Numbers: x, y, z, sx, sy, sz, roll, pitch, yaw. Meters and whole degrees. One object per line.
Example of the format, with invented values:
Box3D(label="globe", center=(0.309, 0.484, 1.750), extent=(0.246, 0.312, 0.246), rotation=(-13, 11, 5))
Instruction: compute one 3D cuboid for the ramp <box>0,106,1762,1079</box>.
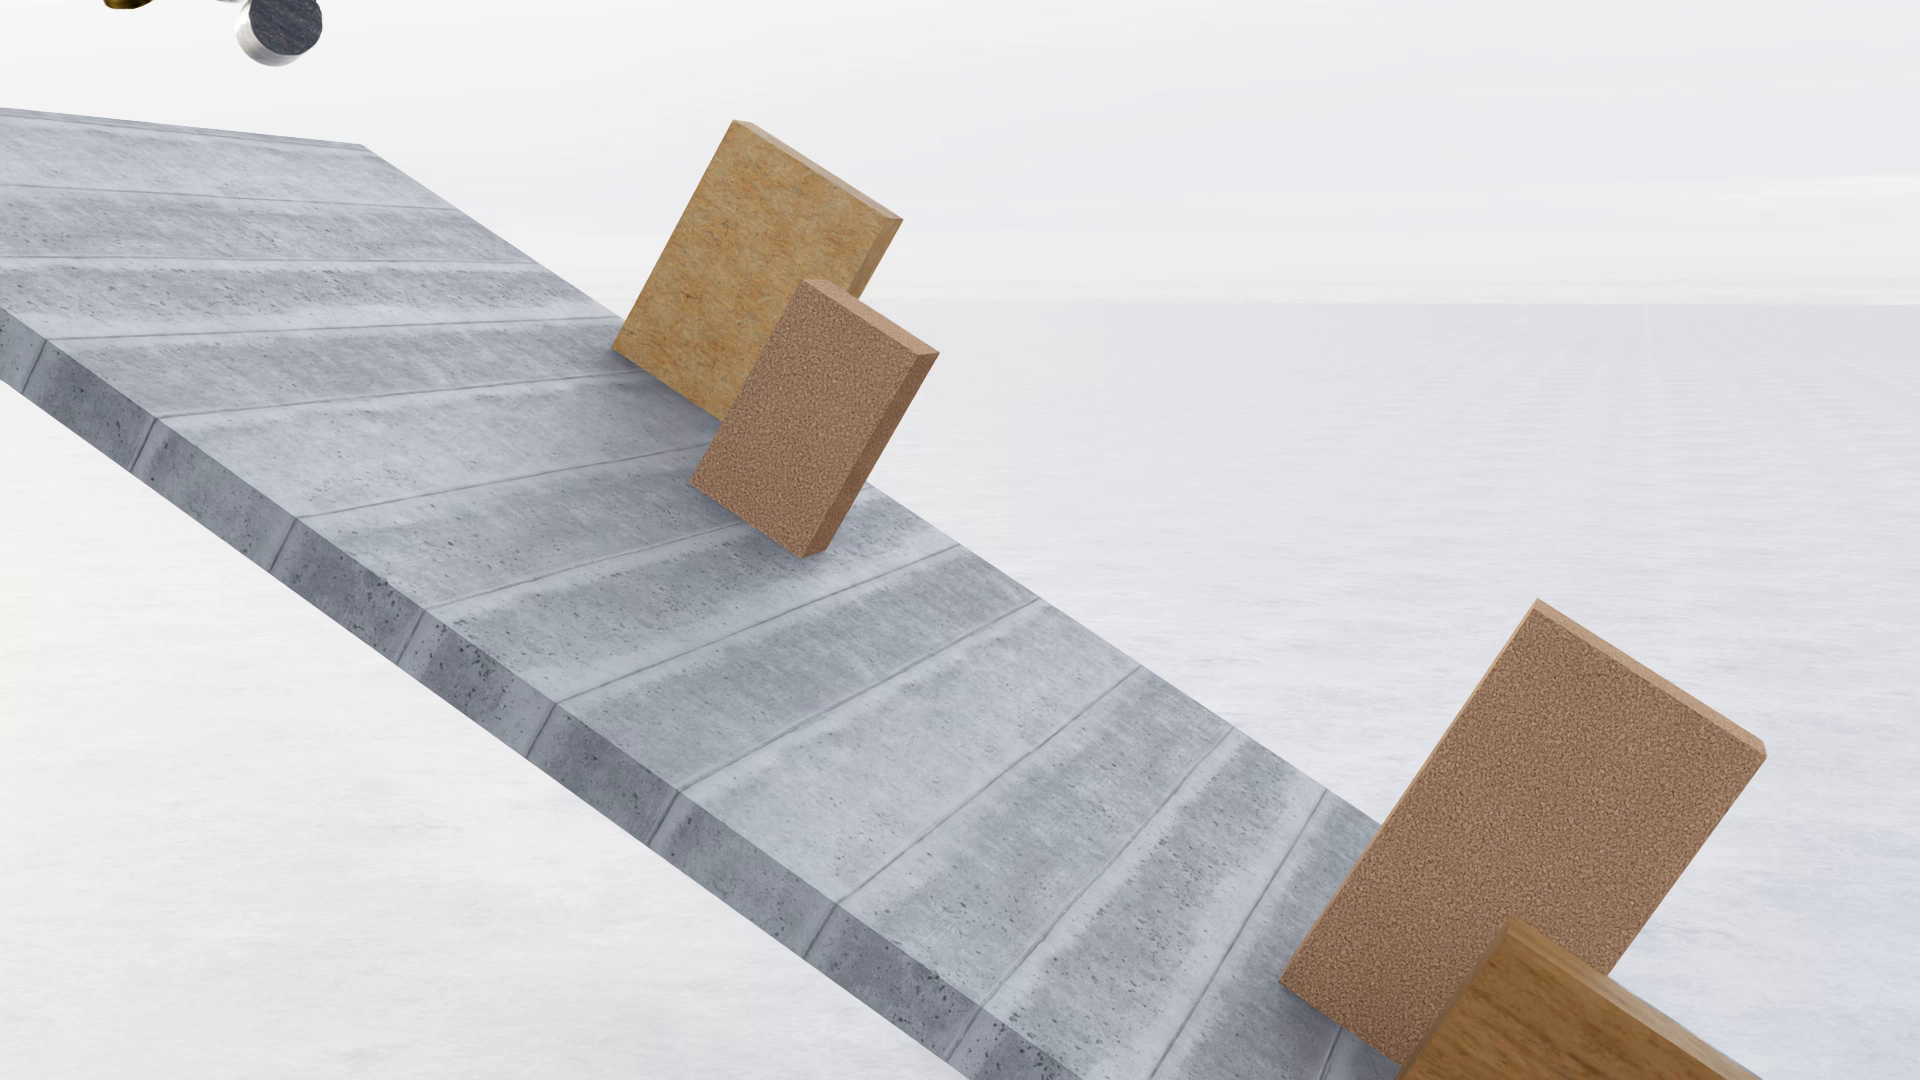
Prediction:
Box3D(label="ramp", center=(-0.162, 0.268, 4.117), extent=(4.000, 0.100, 2.000), rotation=(34, 15, 11))

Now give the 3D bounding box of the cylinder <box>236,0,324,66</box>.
Box3D(label="cylinder", center=(-1.368, -1.033, 4.416), extent=(0.144, 0.144, 0.144), rotation=(-4, 4, -28))

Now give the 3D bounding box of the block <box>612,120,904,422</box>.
Box3D(label="block", center=(-0.459, -0.575, 4.937), extent=(0.422, 0.590, 0.111), rotation=(34, 15, 11))

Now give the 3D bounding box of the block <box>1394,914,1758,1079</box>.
Box3D(label="block", center=(0.830, 0.834, 3.128), extent=(0.400, 0.443, 0.097), rotation=(34, 15, 11))

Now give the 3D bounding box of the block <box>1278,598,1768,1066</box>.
Box3D(label="block", center=(0.920, 0.536, 3.639), extent=(0.423, 0.768, 0.126), rotation=(34, 15, 11))

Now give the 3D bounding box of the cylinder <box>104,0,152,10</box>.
Box3D(label="cylinder", center=(-1.667, -1.132, 4.380), extent=(0.109, 0.109, 0.109), rotation=(-1, 43, 1))

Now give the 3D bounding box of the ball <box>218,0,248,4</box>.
Box3D(label="ball", center=(-1.570, -1.238, 4.731), extent=(0.164, 0.164, 0.164), rotation=(0, 7, 0))

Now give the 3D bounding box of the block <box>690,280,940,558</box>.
Box3D(label="block", center=(-0.292, -0.245, 4.407), extent=(0.280, 0.476, 0.141), rotation=(34, 15, 11))
